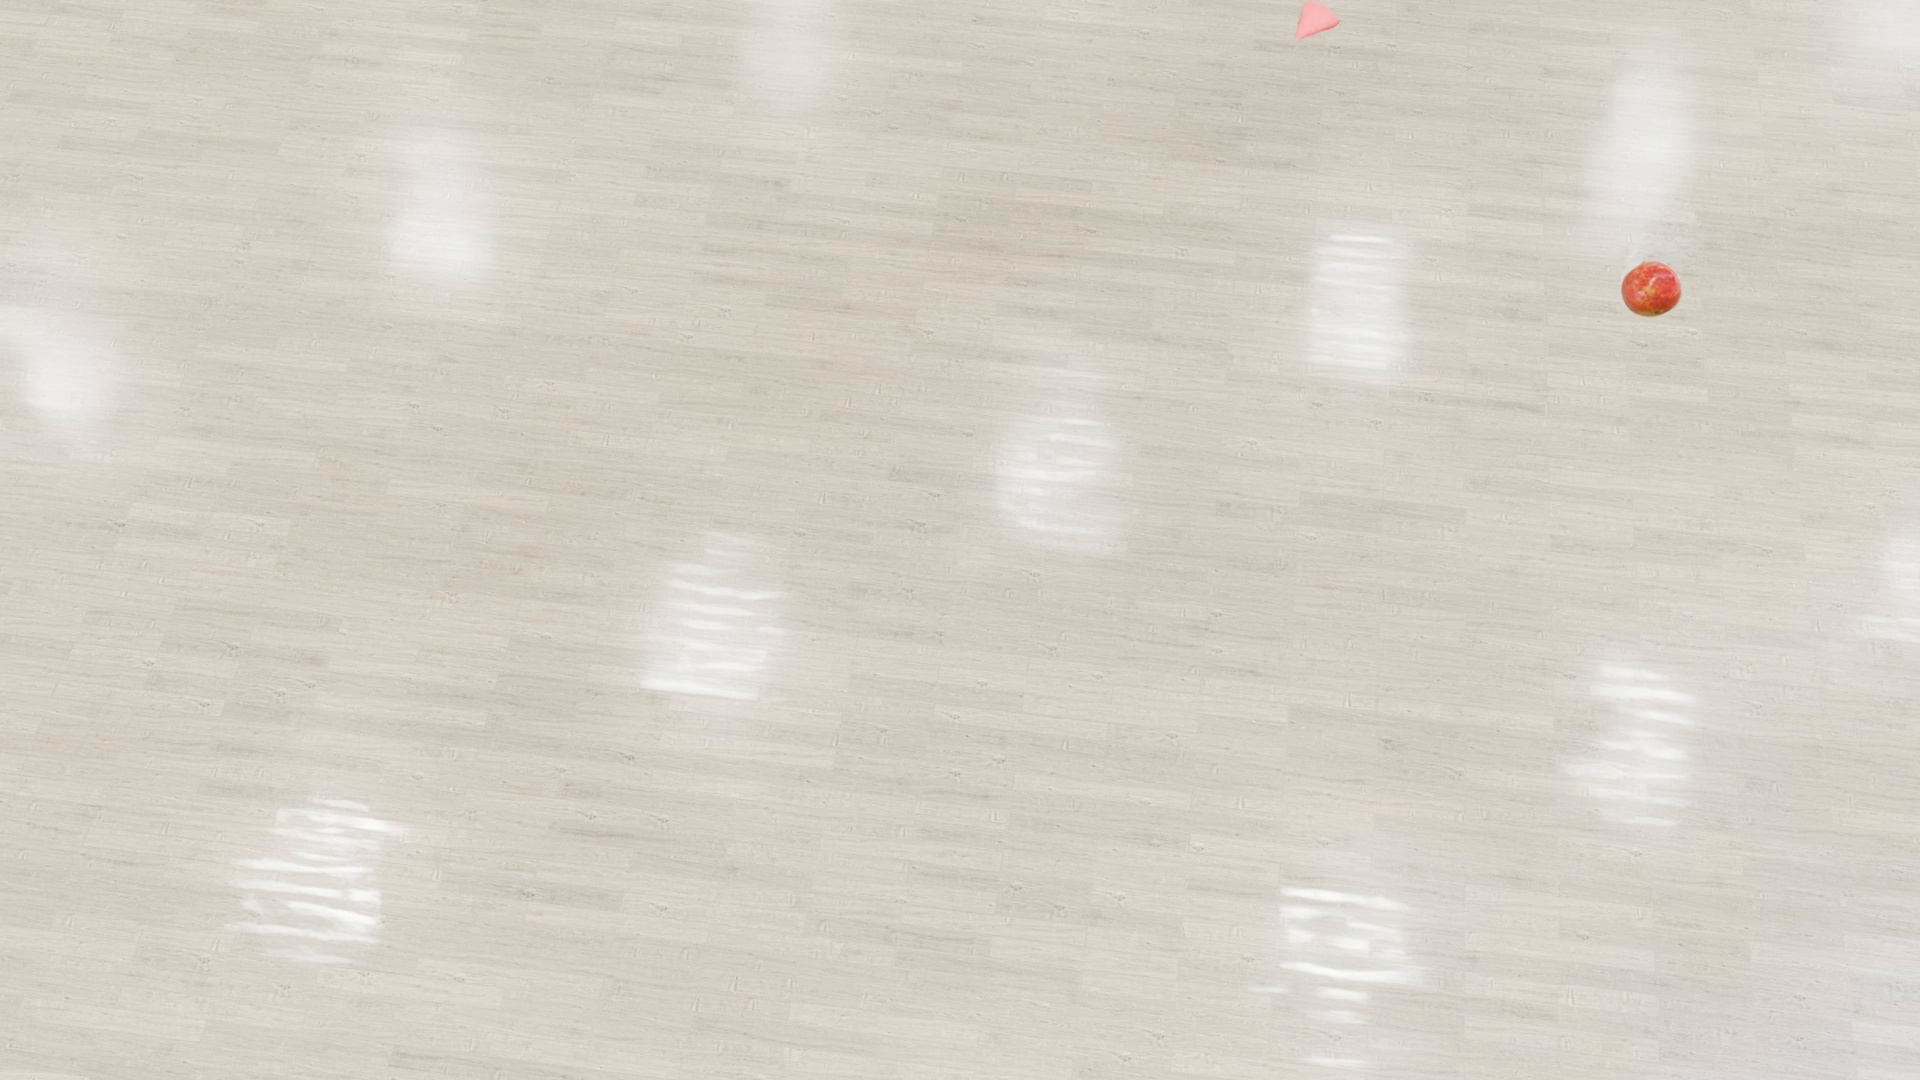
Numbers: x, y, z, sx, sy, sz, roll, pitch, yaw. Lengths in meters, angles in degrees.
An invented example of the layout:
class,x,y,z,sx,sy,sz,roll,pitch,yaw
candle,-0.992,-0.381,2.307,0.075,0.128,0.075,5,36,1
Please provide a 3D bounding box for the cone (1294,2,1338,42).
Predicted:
class,x,y,z,sx,sy,sz,roll,pitch,yaw
cone,0.609,-0.898,3.859,0.075,0.047,0.081,34,67,25
